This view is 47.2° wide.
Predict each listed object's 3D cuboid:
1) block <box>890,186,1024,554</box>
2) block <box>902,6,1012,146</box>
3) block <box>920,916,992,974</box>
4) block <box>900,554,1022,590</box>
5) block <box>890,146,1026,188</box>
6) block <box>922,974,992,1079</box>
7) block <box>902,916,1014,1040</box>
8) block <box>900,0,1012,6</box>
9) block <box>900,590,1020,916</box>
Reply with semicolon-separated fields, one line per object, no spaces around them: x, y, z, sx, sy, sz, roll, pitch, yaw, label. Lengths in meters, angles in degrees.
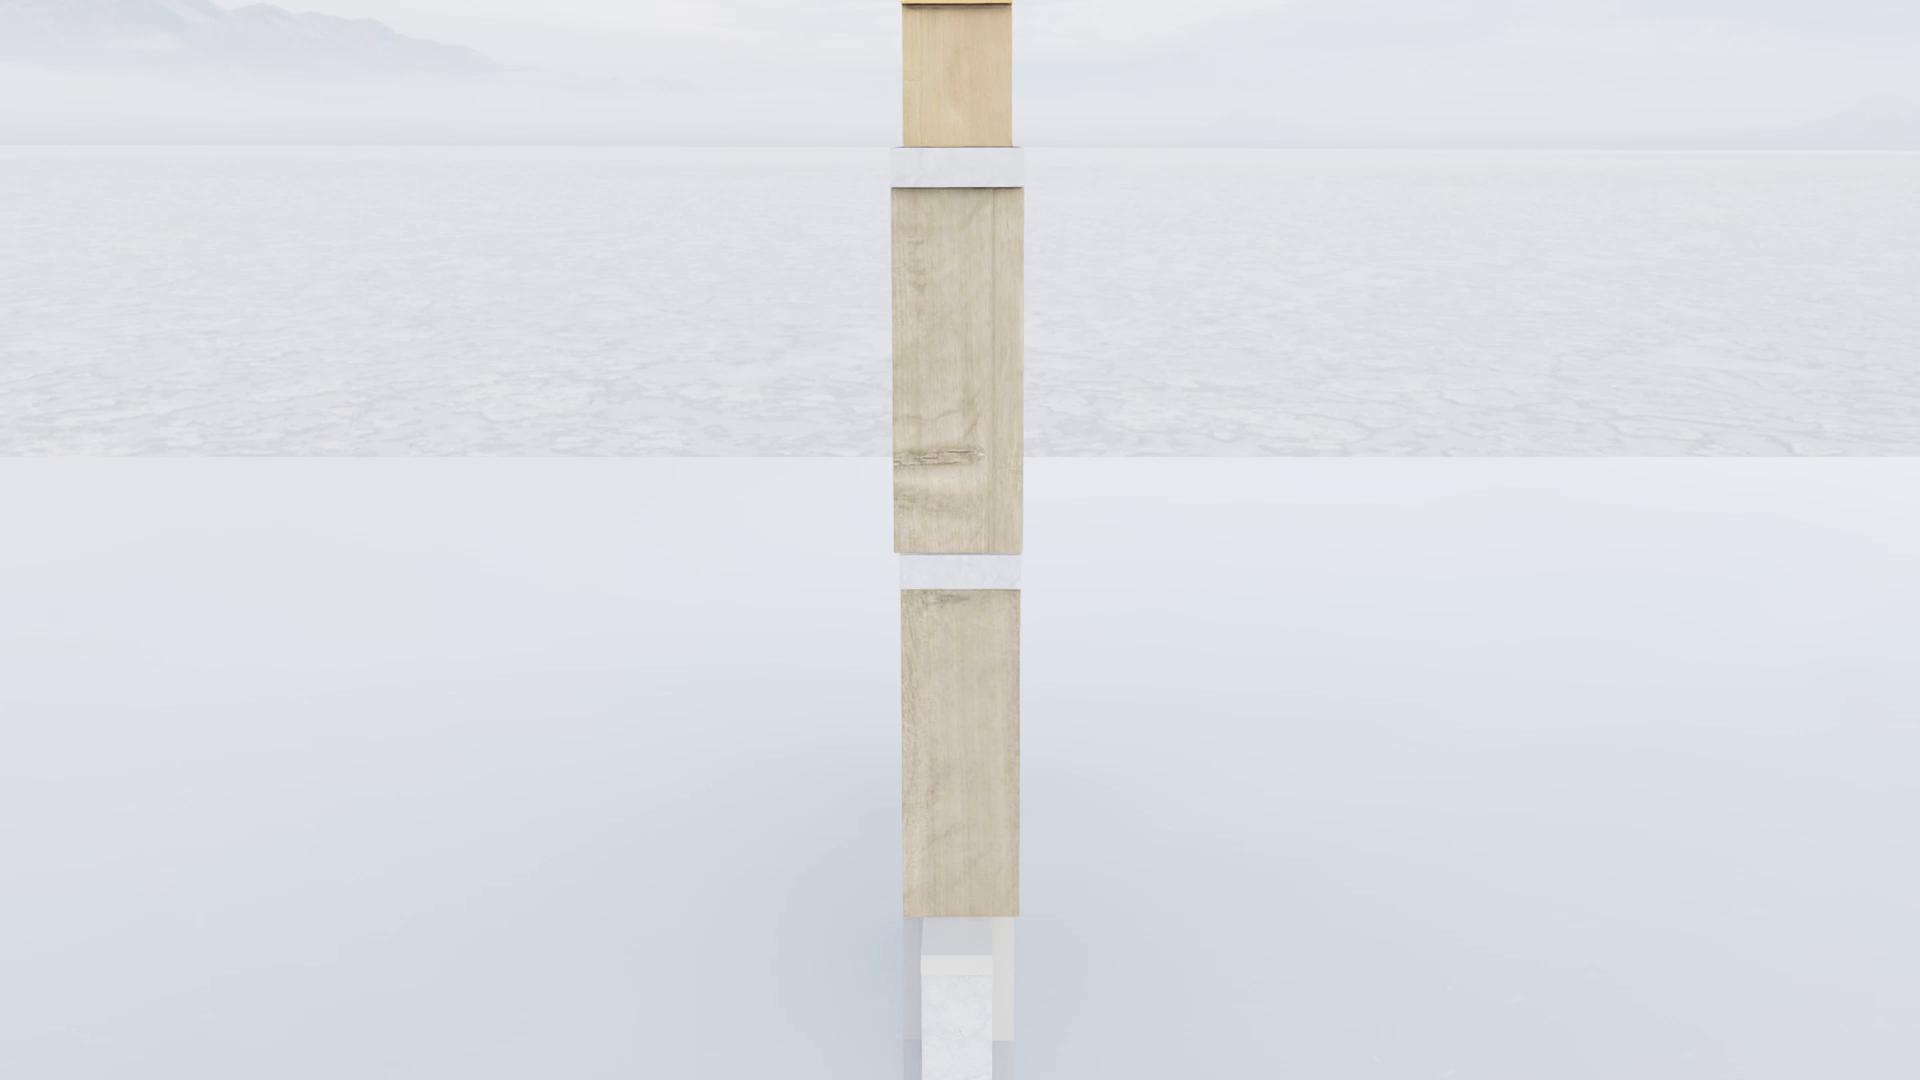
-0.003;-0.219;2.840;0.168;0.471;0.048;0;11;0;block
-0.003;-0.362;3.152;0.153;0.782;0.043;0;11;0;block
-0.004;0.530;2.915;0.092;0.026;0.184;0;10;0;block
0.001;0.013;3.002;0.157;0.044;0.314;0;11;0;block
-0.003;-0.494;2.903;0.168;0.048;0.337;0;10;0;block
-0.004;0.644;2.875;0.092;0.184;0.026;0;11;0;block
-0.002;0.544;3.069;0.154;0.309;0.044;0;10;0;block
-0.004;-0.784;3.176;0.153;0.043;0.307;0;9;0;block
0.001;0.279;2.944;0.157;0.457;0.044;0;10;0;block
